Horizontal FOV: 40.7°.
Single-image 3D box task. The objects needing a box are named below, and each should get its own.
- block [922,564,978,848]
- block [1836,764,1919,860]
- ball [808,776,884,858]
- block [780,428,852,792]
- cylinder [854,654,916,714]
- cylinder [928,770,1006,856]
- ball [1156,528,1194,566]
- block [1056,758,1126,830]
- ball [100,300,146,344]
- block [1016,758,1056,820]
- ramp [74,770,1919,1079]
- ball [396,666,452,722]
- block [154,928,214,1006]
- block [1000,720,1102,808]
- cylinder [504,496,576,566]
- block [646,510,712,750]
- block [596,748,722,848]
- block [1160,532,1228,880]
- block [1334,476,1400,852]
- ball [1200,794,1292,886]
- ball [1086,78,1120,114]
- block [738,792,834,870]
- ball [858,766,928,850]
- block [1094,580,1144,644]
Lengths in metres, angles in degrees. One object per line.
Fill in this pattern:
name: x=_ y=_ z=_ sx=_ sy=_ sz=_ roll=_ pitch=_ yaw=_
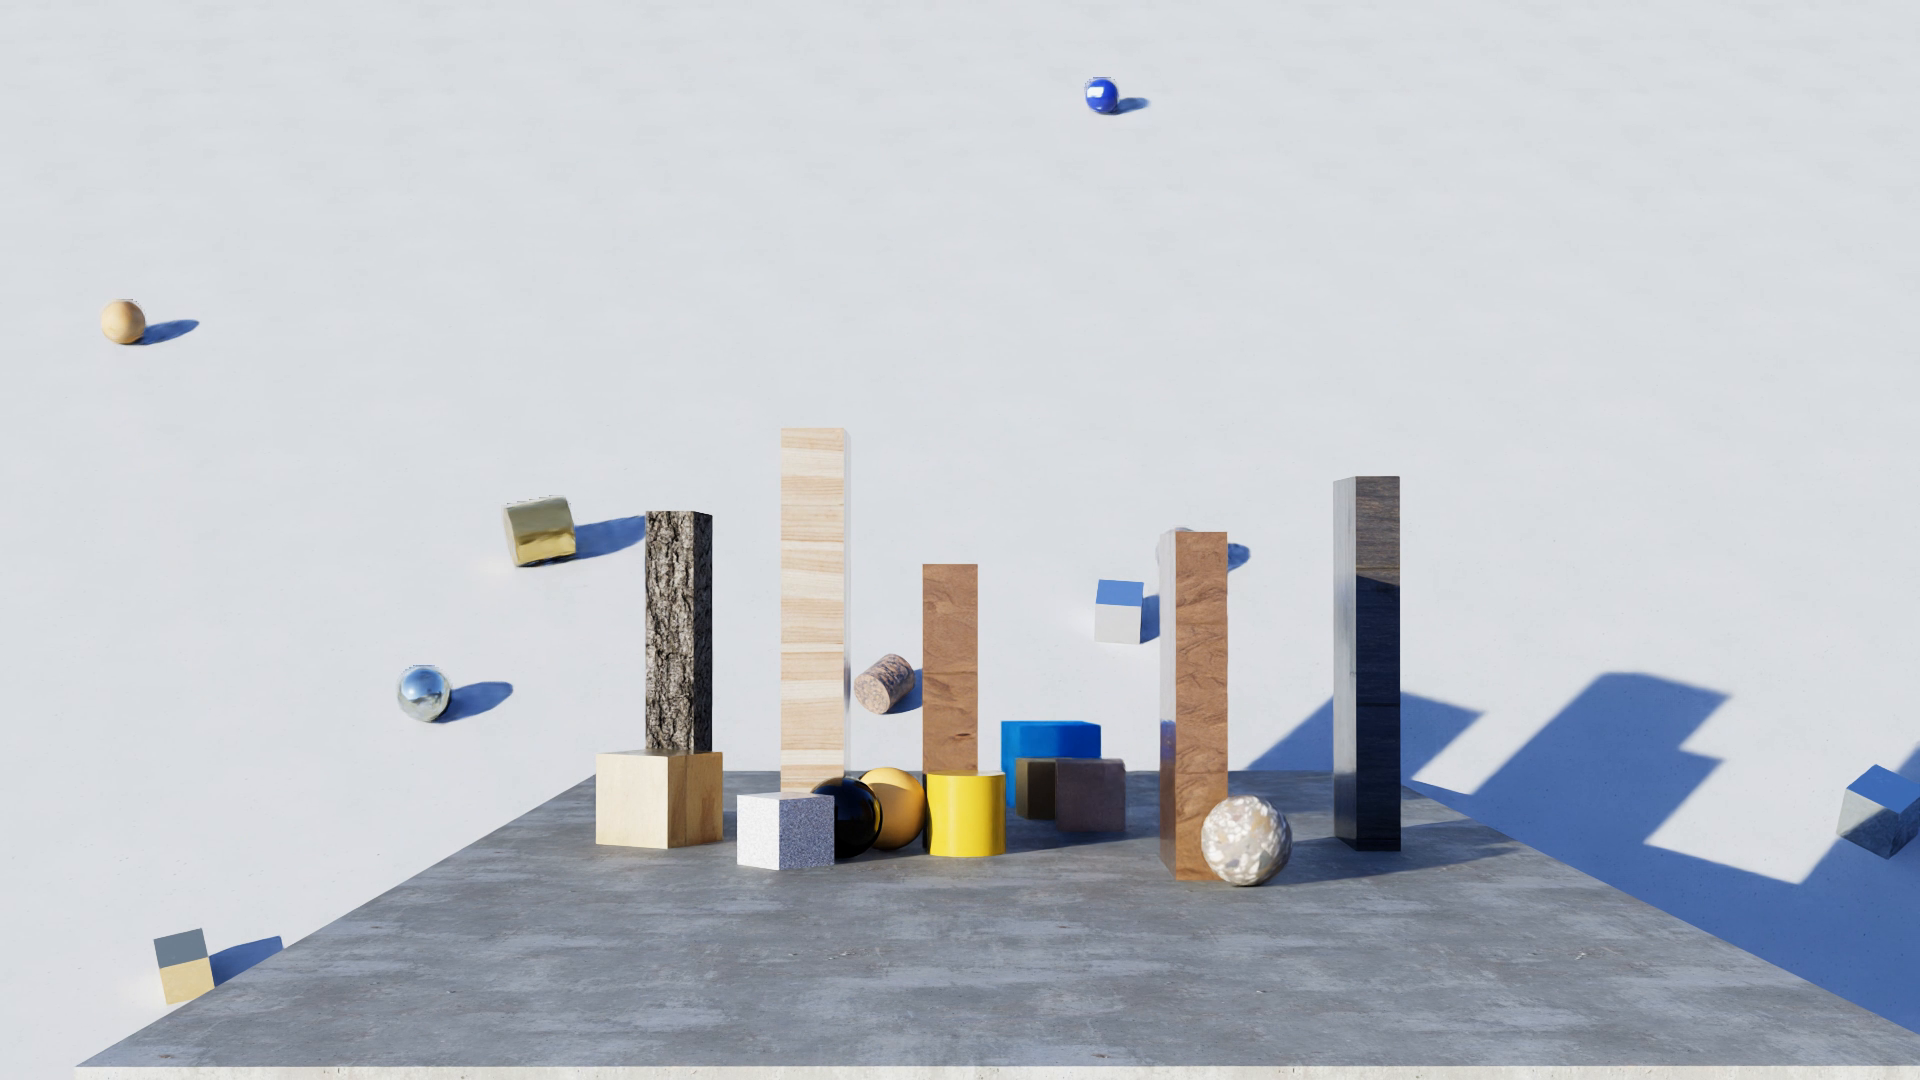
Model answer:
block: x=-0.018 y=0.312 z=5.020 sx=0.104 sy=0.531 sz=0.347 roll=0 pitch=-1 yaw=0
block: x=2.342 y=0.690 z=6.584 sx=0.147 sy=0.147 sz=0.147 roll=-27 pitch=41 yaw=-36
ball: x=-0.213 y=0.500 z=4.673 sx=0.149 sy=0.149 sz=0.149 roll=0 pitch=32 yaw=0
block: x=-0.271 y=0.186 z=4.916 sx=0.115 sy=0.781 sz=0.330 roll=0 pitch=-1 yaw=0
cylinder: x=-0.206 y=0.393 z=7.088 sx=0.122 sy=0.122 sz=0.122 roll=20 pitch=37 yaw=29
cylinder: x=0.012 y=0.502 z=4.772 sx=0.146 sy=0.146 sz=0.146 roll=0 pitch=-1 yaw=0
ball: x=0.651 y=0.038 z=7.631 sx=0.151 sy=0.151 sz=0.151 roll=0 pitch=32 yaw=0
block: x=0.263 y=0.513 z=5.231 sx=0.134 sy=0.134 sz=0.134 roll=0 pitch=-1 yaw=1
ball: x=-2.875 y=-0.747 z=8.899 sx=0.149 sy=0.149 sz=0.149 roll=0 pitch=32 yaw=0
block: x=0.189 y=0.523 z=5.469 sx=0.119 sy=0.119 sz=0.119 roll=0 pitch=-1 yaw=-11
ramp: x=0.071 y=0.624 z=4.713 sx=2.000 sy=0.100 sz=4.000 roll=0 pitch=-1 yaw=0
ball: x=-1.452 y=0.418 z=7.022 sx=0.148 sy=0.148 sz=0.148 roll=0 pitch=32 yaw=0
block: x=-1.828 y=1.005 z=6.109 sx=0.113 sy=0.113 sz=0.113 roll=-12 pitch=34 yaw=-18
block: x=0.199 y=0.495 z=5.718 sx=0.181 sy=0.181 sz=0.181 roll=0 pitch=-1 yaw=-13
cylinder: x=-1.251 y=-0.027 z=7.709 sx=0.178 sy=0.178 sz=0.178 roll=-11 pitch=34 yaw=-17
block: x=-0.569 y=0.263 z=5.270 sx=0.094 sy=0.636 sz=0.394 roll=0 pitch=-1 yaw=0
block: x=-0.574 y=0.492 z=4.953 sx=0.171 sy=0.171 sz=0.171 roll=0 pitch=-1 yaw=32
block: x=0.405 y=0.280 z=4.507 sx=0.087 sy=0.584 sz=0.338 roll=0 pitch=-1 yaw=0
block: x=0.773 y=0.230 z=4.936 sx=0.082 sy=0.694 sz=0.287 roll=0 pitch=-1 yaw=0
ball: x=0.471 y=0.494 z=4.264 sx=0.150 sy=0.150 sz=0.150 roll=0 pitch=32 yaw=0
ball: x=0.584 y=-1.821 z=10.636 sx=0.142 sy=0.142 sz=0.142 roll=0 pitch=32 yaw=0
block: x=-0.308 y=0.512 z=4.576 sx=0.122 sy=0.122 sz=0.122 roll=1 pitch=-1 yaw=-41
ball: x=-0.136 y=0.498 z=4.804 sx=0.155 sy=0.155 sz=0.155 roll=0 pitch=32 yaw=0
block: x=0.453 y=0.205 z=7.383 sx=0.129 sy=0.129 sz=0.129 roll=4 pitch=32 yaw=6
